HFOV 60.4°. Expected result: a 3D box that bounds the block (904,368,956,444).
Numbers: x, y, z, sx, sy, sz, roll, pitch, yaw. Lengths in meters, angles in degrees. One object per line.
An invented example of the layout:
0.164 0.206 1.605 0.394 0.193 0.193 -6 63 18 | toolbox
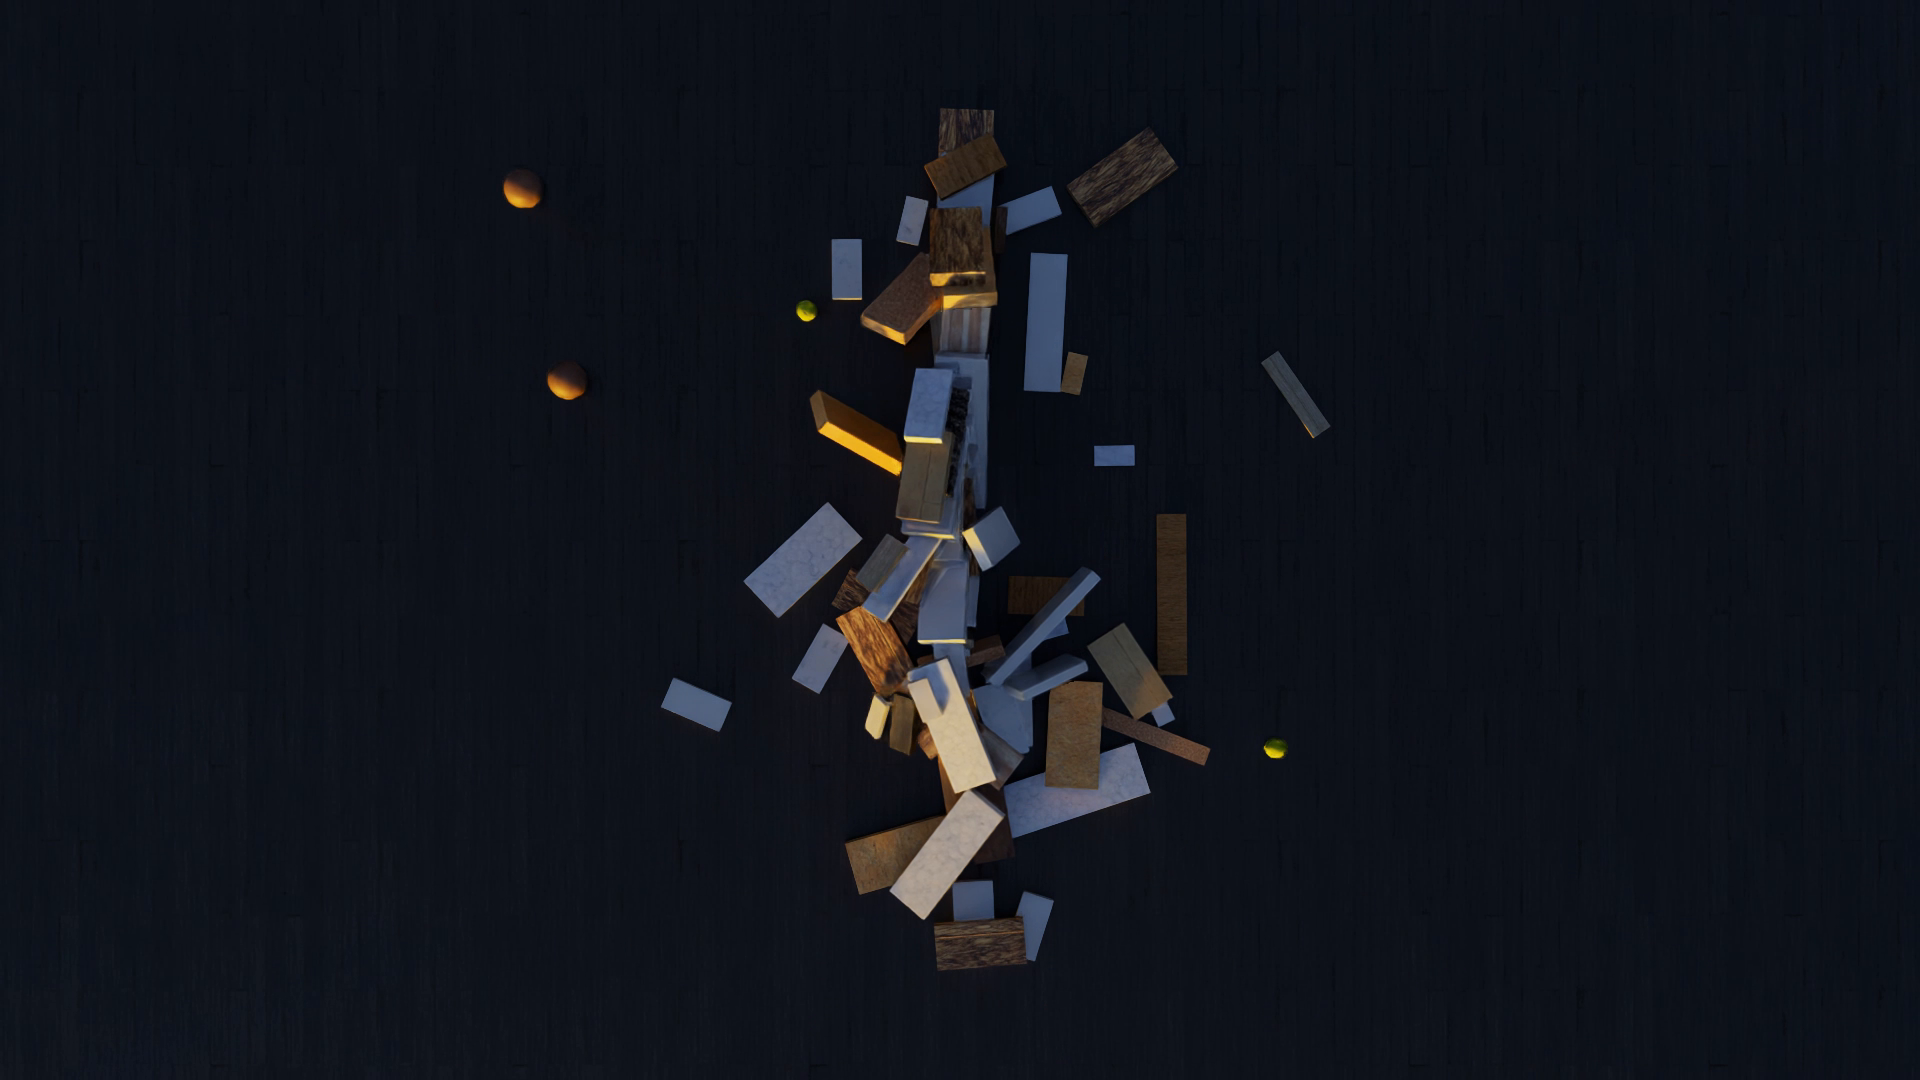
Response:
-0.096 -0.422 5.168 0.121 0.034 0.242 4 68 15 | block

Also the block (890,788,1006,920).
-0.042 1.021 5.374 0.147 0.042 0.443 38 102 11 | block

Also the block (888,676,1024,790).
-0.014 0.619 5.373 0.461 0.038 0.134 37 98 8 | block

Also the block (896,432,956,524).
-0.108 -0.201 5.158 0.142 0.040 0.284 8 84 16 | block

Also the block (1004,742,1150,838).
0.366 0.831 5.475 0.499 0.049 0.175 -18 90 0 | block

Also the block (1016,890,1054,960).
0.230 1.282 5.485 0.105 0.030 0.210 18 90 0 | block

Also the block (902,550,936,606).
-0.149 0.106 5.274 0.093 0.026 0.185 15 87 18 | block

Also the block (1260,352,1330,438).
1.117 -0.484 5.491 0.067 0.019 0.306 -35 90 0 | block

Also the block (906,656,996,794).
-0.026 0.593 5.296 0.142 0.040 0.427 -20 97 10 | block

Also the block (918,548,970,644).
-0.050 0.181 5.293 0.152 0.043 0.304 -3 69 14 | block

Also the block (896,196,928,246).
-0.158 -1.061 5.489 0.076 0.021 0.151 13 90 0 | block

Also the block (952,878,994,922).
0.047 1.265 5.481 0.134 0.038 0.268 -2 90 0 | block

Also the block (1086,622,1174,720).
0.563 0.433 5.464 0.147 0.042 0.294 -34 88 8 | block

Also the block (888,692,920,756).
-0.180 0.596 5.357 0.093 0.026 0.185 16 106 38 | block

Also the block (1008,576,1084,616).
0.286 0.185 5.482 0.253 0.036 0.126 2 90 0 | block

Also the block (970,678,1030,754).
0.131 0.592 5.415 0.126 0.036 0.253 -17 92 -15 | block

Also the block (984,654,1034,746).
0.159 0.530 5.467 0.155 0.044 0.310 -1 90 -8 | block

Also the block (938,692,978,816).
0.007 0.739 5.433 0.155 0.044 0.474 -9 90 -3 | block

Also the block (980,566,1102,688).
0.261 0.282 5.378 0.040 0.142 0.489 44 87 -11 | block

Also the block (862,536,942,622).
-0.180 0.098 5.248 0.089 0.025 0.336 33 88 19 | block

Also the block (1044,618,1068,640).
0.296 0.297 5.491 0.121 0.017 0.061 -16 90 0 | block

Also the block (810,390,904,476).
-0.329 -0.347 5.333 0.336 0.168 0.048 28 119 -36 | block

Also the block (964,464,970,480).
-0.043 -0.174 5.276 0.089 0.025 0.177 20 83 18 | block

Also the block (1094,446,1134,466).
0.513 -0.280 5.491 0.133 0.019 0.067 -1 90 0 | block

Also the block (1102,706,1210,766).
0.615 0.641 5.491 0.446 0.017 0.061 21 90 0 | block

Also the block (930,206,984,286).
-0.011 -0.940 5.265 0.169 0.048 0.338 -2 48 1 | block

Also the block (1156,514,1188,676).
0.703 0.181 5.486 0.098 0.028 0.534 0 90 0 | block

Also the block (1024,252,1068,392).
0.284 -0.721 5.483 0.121 0.034 0.456 3 90 0 | block

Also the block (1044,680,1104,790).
0.376 0.642 5.441 0.175 0.049 0.349 3 81 4 | block

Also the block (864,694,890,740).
-0.271 0.579 5.410 0.067 0.019 0.134 41 126 38 | block

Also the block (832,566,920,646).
-0.268 0.219 5.480 0.284 0.040 0.142 28 90 0 | block

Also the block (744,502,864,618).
-0.519 0.066 5.476 0.383 0.048 0.168 -43 90 0 | block

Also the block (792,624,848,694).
-0.461 0.394 5.485 0.105 0.030 0.210 30 90 0 | block

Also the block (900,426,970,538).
-0.077 -0.190 5.250 0.169 0.048 0.360 4 78 16 | block

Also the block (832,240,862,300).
-0.376 -0.900 5.486 0.098 0.028 0.196 0 90 0 | block
